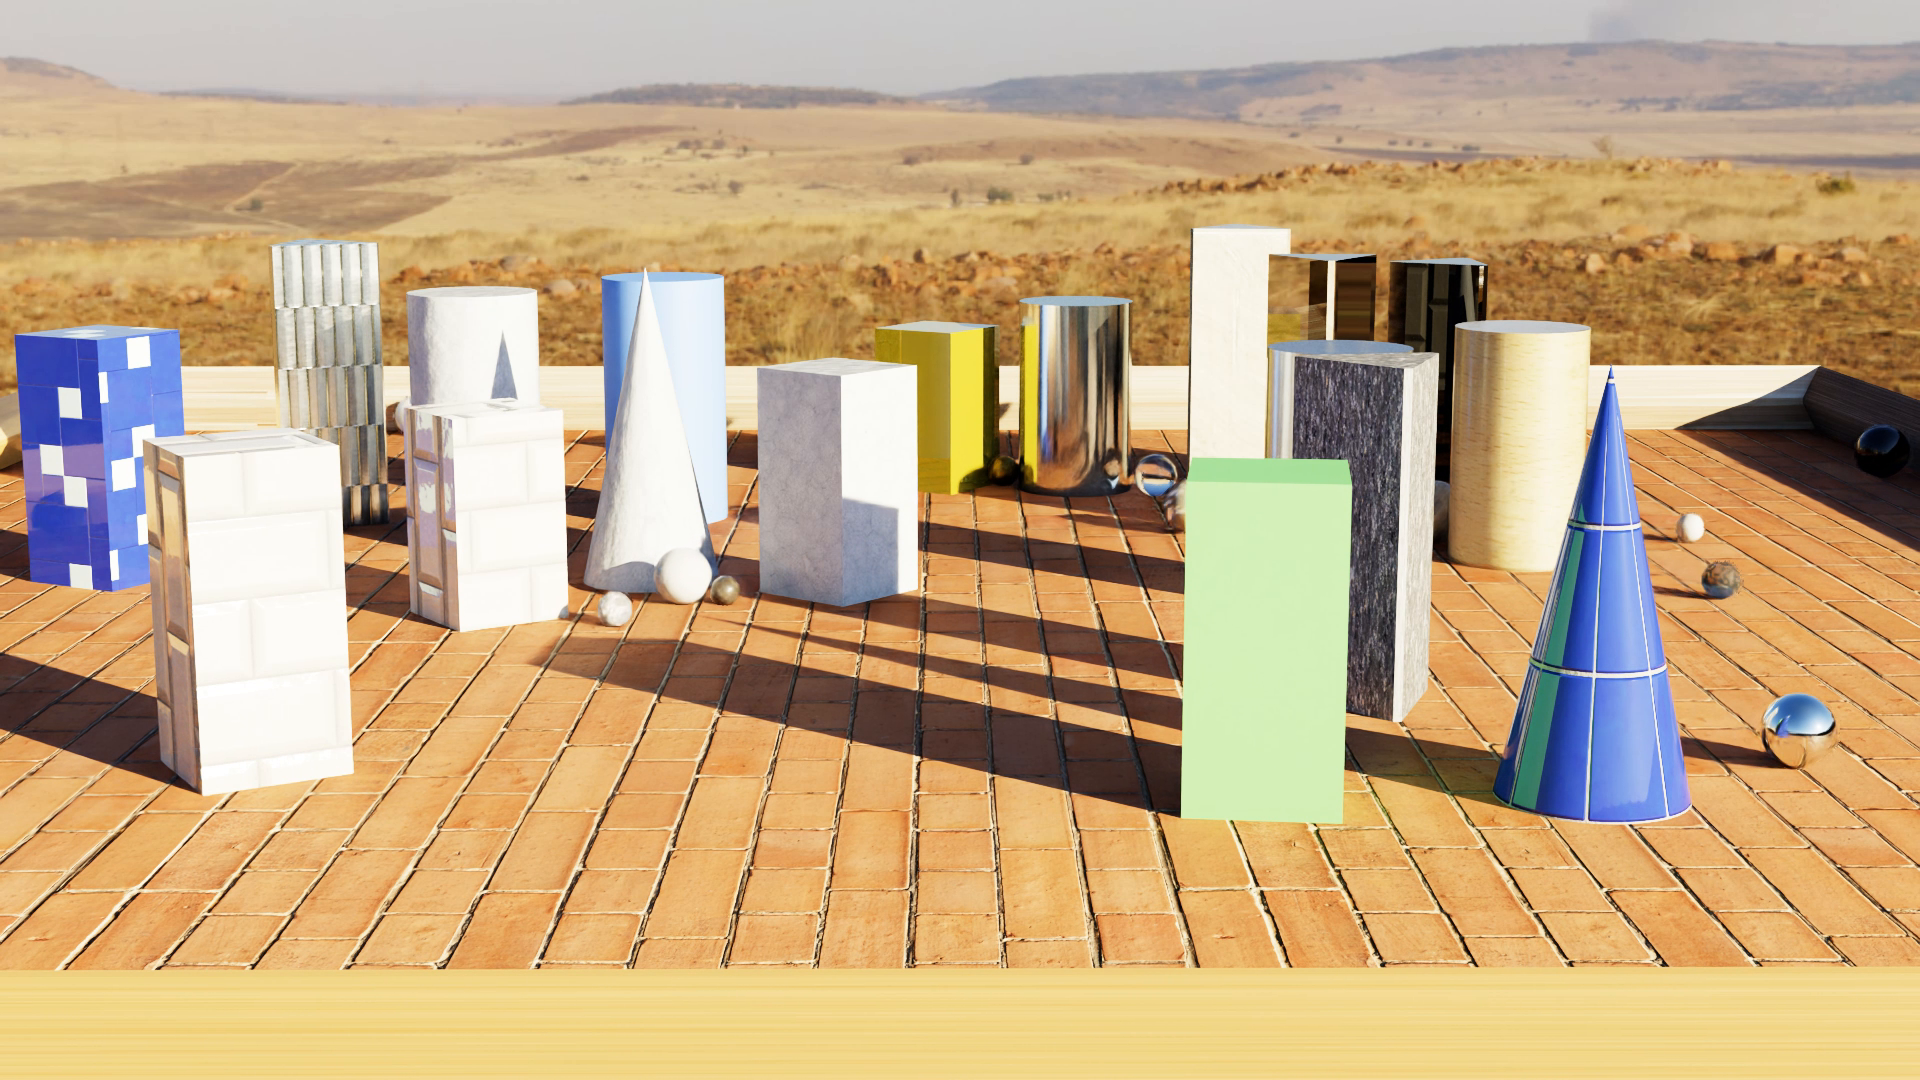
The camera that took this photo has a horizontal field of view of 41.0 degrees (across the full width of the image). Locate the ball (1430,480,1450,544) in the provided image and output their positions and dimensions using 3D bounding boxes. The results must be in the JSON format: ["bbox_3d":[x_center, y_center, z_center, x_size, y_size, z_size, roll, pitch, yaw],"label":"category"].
[{"bbox_3d":[0.729,-0.043,3.942,0.098,0.098,0.098,0,11,0],"label":"ball"}]

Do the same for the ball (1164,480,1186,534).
[{"bbox_3d":[0.363,-0.053,4.027,0.086,0.086,0.086,0,11,0],"label":"ball"}]

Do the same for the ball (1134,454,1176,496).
[{"bbox_3d":[0.333,-0.110,4.374,0.072,0.072,0.072,0,11,0],"label":"ball"}]

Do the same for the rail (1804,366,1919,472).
[{"bbox_3d":[1.718,0.031,3.459,0.045,0.127,3.495,0,11,0],"label":"rail"}]

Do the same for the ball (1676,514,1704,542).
[{"bbox_3d":[1.126,-0.018,3.957,0.044,0.044,0.044,0,11,0],"label":"ball"}]

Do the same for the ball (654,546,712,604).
[{"bbox_3d":[-0.379,0.048,3.504,0.078,0.078,0.078,0,11,0],"label":"ball"}]

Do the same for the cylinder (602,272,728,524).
[{"bbox_3d":[-0.477,-0.230,4.150,0.195,0.390,0.195,0,11,0],"label":"cylinder"}]

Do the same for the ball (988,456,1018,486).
[{"bbox_3d":[0.077,-0.120,4.480,0.053,0.053,0.053,0,11,0],"label":"ball"}]

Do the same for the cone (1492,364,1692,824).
[{"bbox_3d":[0.636,0.043,2.546,0.195,0.438,0.195,0,11,0],"label":"cone"}]

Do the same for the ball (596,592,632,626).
[{"bbox_3d":[-0.453,0.090,3.365,0.046,0.046,0.046,0,11,0],"label":"ball"}]

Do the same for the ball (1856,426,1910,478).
[{"bbox_3d":[1.645,-0.158,4.576,0.092,0.092,0.092,0,11,0],"label":"ball"}]

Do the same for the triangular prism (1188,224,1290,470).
[{"bbox_3d":[0.490,-0.333,4.555,0.169,0.445,0.146,1,11,3],"label":"triangular prism"}]

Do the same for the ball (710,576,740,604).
[{"bbox_3d":[-0.320,0.068,3.499,0.040,0.040,0.040,0,11,0],"label":"ball"}]

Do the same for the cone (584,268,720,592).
[{"bbox_3d":[-0.441,-0.163,3.637,0.195,0.446,0.195,0,11,0],"label":"cone"}]

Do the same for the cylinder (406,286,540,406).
[{"bbox_3d":[-0.740,-0.187,3.925,0.195,0.386,0.195,0,11,0],"label":"cylinder"}]

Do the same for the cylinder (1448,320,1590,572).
[{"bbox_3d":[0.825,-0.142,3.792,0.195,0.347,0.195,0,11,0],"label":"cylinder"}]

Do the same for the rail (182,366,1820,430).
[{"bbox_3d":[-0.010,-0.282,5.144,3.483,0.127,0.045,0,11,0],"label":"rail"}]

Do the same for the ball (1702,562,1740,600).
[{"bbox_3d":[1.049,0.056,3.536,0.052,0.052,0.052,0,11,0],"label":"ball"}]

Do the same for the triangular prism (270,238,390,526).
[{"bbox_3d":[-1.024,-0.253,4.111,0.169,0.449,0.146,-5,12,-25],"label":"triangular prism"}]

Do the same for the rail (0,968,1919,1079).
[{"bbox_3d":[0.010,0.347,1.754,3.483,0.127,0.045,0,11,0],"label":"rail"}]

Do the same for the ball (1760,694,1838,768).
[{"bbox_3d":[0.879,0.199,2.689,0.078,0.078,0.078,0,11,0],"label":"ball"}]

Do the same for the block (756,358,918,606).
[{"bbox_3d":[-0.170,-0.084,3.567,0.156,0.316,0.156,8,13,38],"label":"block"}]

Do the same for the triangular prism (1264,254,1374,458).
[{"bbox_3d":[0.560,-0.244,4.127,0.146,0.425,0.169,7,12,32],"label":"triangular prism"}]

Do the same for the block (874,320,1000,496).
[{"bbox_3d":[-0.039,-0.233,4.473,0.156,0.278,0.156,7,12,32],"label":"block"}]

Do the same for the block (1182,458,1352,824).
[{"bbox_3d":[0.303,0.096,2.547,0.156,0.334,0.156,1,11,7],"label":"block"}]

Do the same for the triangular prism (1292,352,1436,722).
[{"bbox_3d":[0.493,-0.012,2.952,0.146,0.398,0.169,-9,14,-39],"label":"triangular prism"}]

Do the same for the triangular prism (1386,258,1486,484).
[{"bbox_3d":[0.832,-0.277,4.377,0.169,0.399,0.146,6,12,29],"label":"triangular prism"}]

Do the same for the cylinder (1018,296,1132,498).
[{"bbox_3d":[0.199,-0.251,4.436,0.195,0.326,0.195,0,11,0],"label":"cylinder"}]

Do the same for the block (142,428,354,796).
[{"bbox_3d":[-0.739,0.069,2.662,0.156,0.344,0.156,-7,12,-32],"label":"block"}]

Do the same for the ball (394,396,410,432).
[{"bbox_3d":[-1.081,-0.246,5.087,0.079,0.079,0.079,0,11,0],"label":"ball"}]

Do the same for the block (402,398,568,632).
[{"bbox_3d":[-0.631,-0.037,3.415,0.156,0.278,0.156,-7,13,-35],"label":"block"}]

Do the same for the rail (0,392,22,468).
[{"bbox_3d":[-1.718,0.034,3.439,0.045,0.127,3.495,0,11,0],"label":"rail"}]

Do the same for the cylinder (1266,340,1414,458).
[{"bbox_3d":[0.513,-0.088,3.491,0.195,0.350,0.195,0,11,0],"label":"cylinder"}]

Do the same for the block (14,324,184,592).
[{"bbox_3d":[-1.219,-0.120,3.658,0.156,0.353,0.156,5,12,27],"label":"block"}]
